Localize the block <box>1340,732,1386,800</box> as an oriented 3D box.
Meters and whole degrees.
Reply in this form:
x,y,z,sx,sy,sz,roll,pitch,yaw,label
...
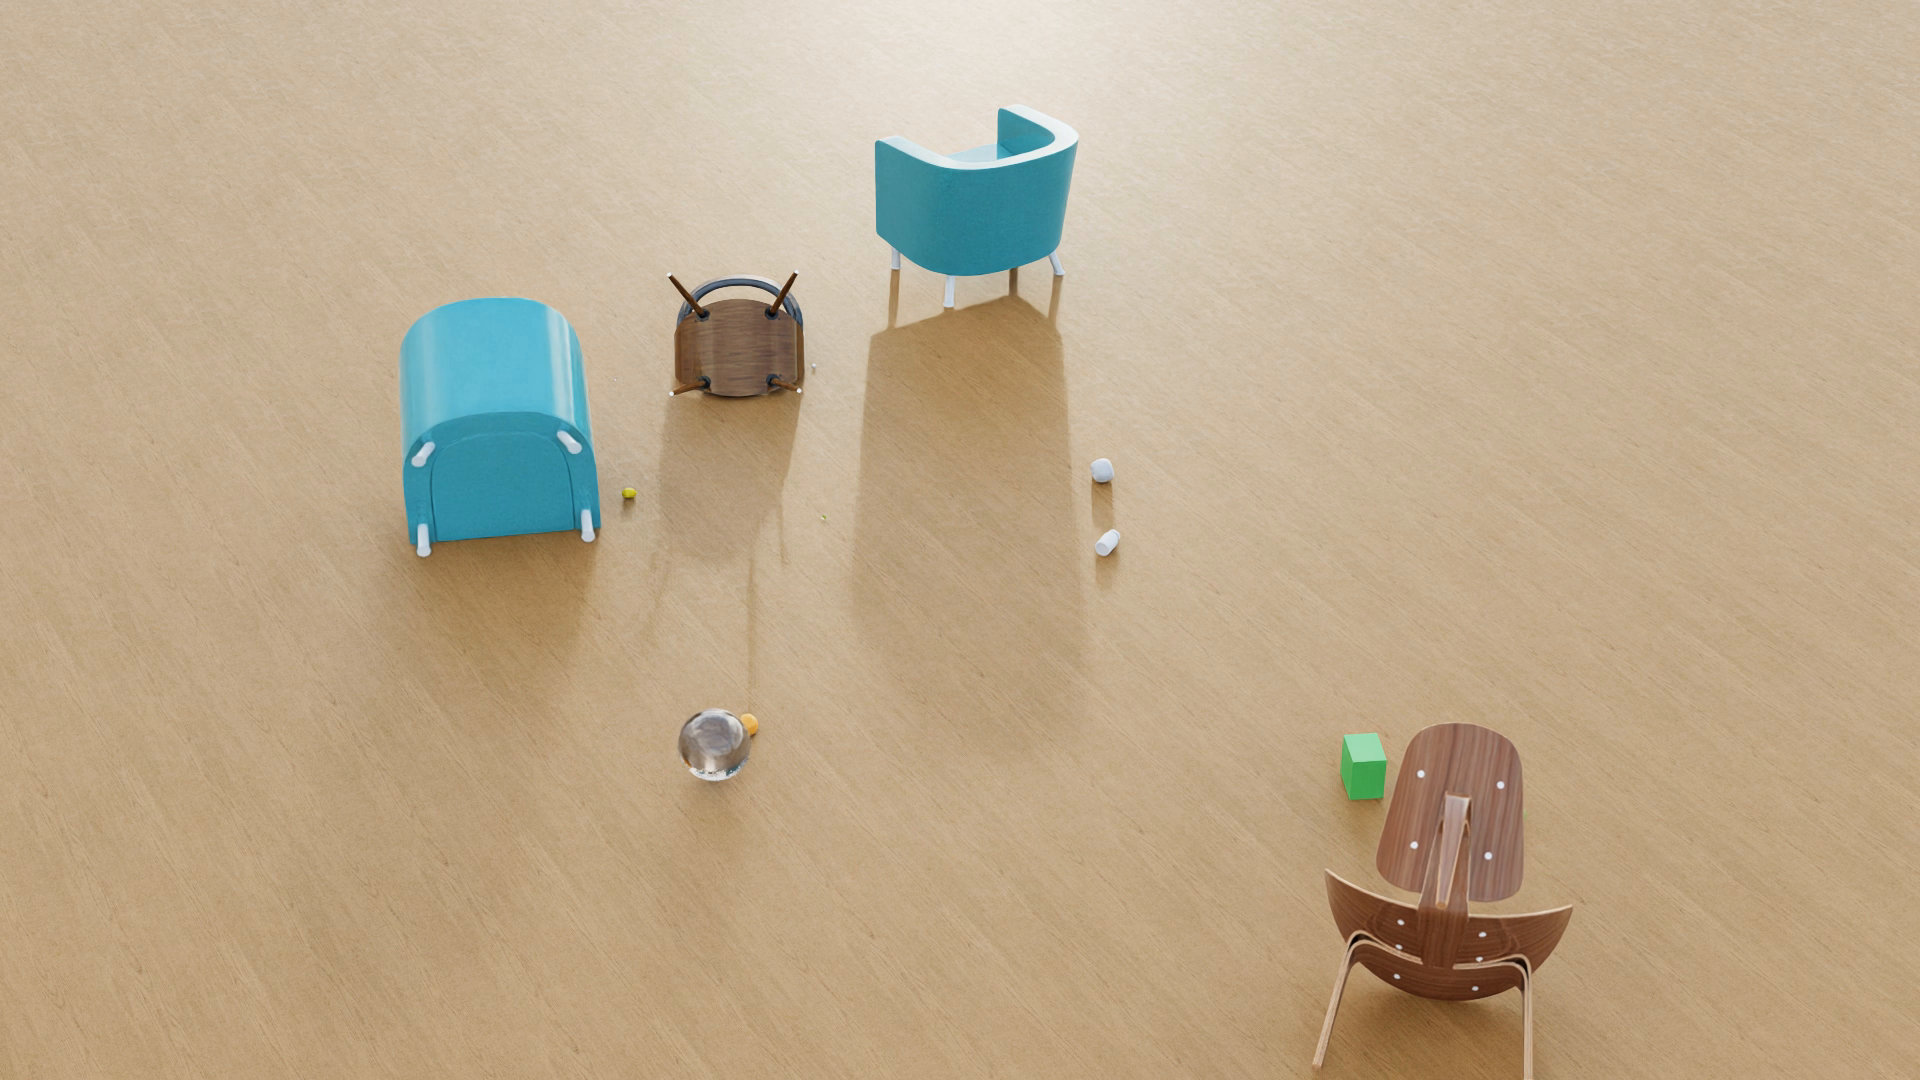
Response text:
x,y,z,sx,sy,sz,roll,pitch,yaw,label
1.330,0.746,9.670,0.112,0.156,0.148,-3,34,-5,block

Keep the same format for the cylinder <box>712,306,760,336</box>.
x,y,z,sx,sy,sz,roll,pitch,yaw,label
-0.934,-0.914,12.222,0.172,0.113,0.134,4,-3,7,cylinder

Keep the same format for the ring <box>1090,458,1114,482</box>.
x,y,z,sx,sy,sz,roll,pitch,yaw,label
0.547,-0.267,11.277,0.074,0.083,0.121,-17,26,-5,ring

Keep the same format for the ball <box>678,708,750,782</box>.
x,y,z,sx,sy,sz,roll,pitch,yaw,label
-0.813,0.678,9.699,0.239,0.239,0.239,0,33,0,ball

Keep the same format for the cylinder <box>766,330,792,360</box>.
x,y,z,sx,sy,sz,roll,pitch,yaw,label
-0.746,-0.806,12.093,0.096,0.083,0.107,-5,34,-6,cylinder
